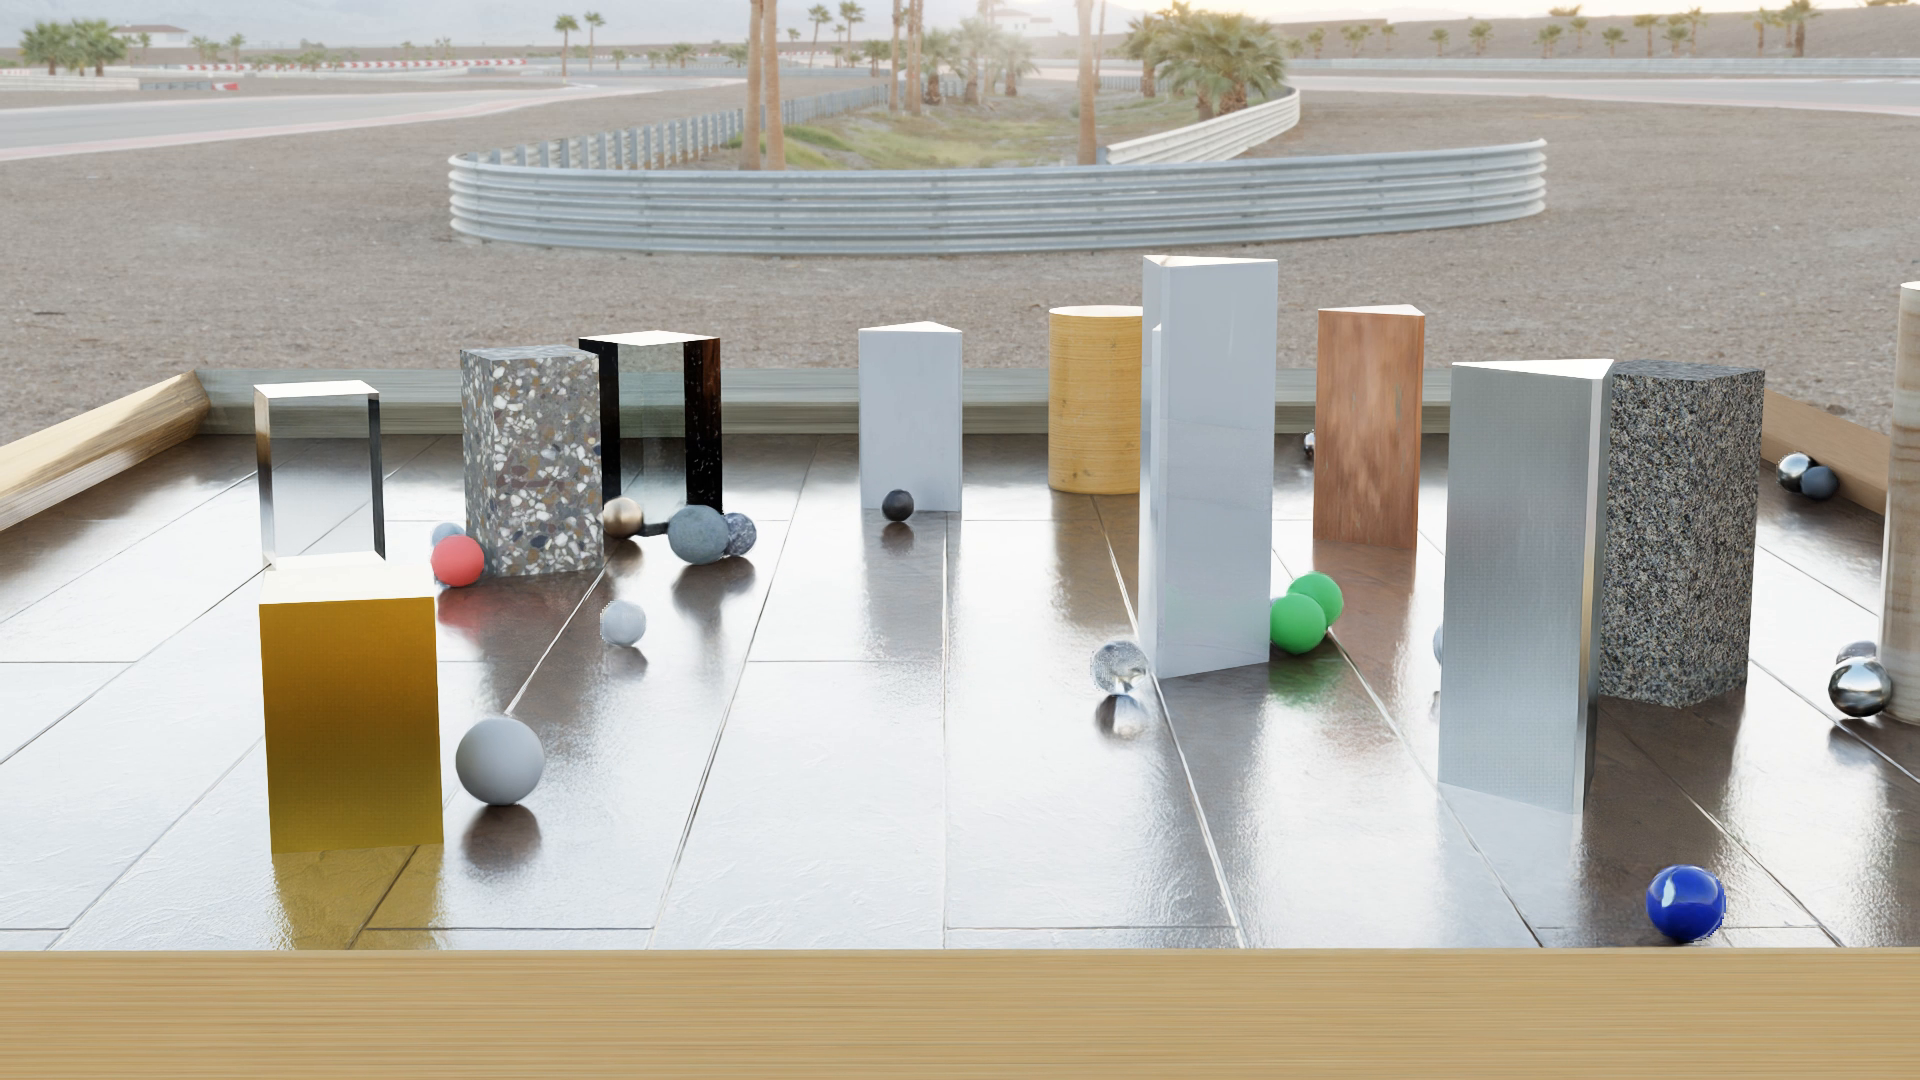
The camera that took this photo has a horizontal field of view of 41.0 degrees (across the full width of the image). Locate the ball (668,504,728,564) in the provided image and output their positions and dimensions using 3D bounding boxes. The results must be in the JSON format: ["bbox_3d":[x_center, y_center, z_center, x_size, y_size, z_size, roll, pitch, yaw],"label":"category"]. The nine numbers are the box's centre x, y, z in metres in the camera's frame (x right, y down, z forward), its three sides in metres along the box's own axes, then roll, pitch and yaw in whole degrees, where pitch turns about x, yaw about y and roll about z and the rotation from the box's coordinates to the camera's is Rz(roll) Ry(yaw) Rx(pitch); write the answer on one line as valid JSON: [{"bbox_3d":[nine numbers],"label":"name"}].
[{"bbox_3d":[-0.387,-0.008,3.787,0.090,0.090,0.090,0,10,0],"label":"ball"}]

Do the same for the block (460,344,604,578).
[{"bbox_3d":[-0.630,-0.120,3.774,0.159,0.314,0.159,-5,12,-27],"label":"block"}]

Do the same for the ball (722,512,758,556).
[{"bbox_3d":[-0.338,-0.009,3.852,0.067,0.067,0.067,0,10,0],"label":"ball"}]

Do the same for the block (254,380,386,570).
[{"bbox_3d":[-0.956,-0.100,3.828,0.159,0.254,0.159,-4,11,-22],"label":"block"}]

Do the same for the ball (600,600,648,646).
[{"bbox_3d":[-0.427,0.105,3.258,0.058,0.058,0.058,0,10,0],"label":"ball"}]

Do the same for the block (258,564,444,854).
[{"bbox_3d":[-0.584,0.159,2.471,0.159,0.239,0.159,-2,11,-12],"label":"block"}]

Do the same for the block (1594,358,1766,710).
[{"bbox_3d":[0.824,-0.012,3.016,0.159,0.378,0.159,10,14,43],"label":"block"}]

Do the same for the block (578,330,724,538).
[{"bbox_3d":[-0.492,-0.172,4.091,0.159,0.301,0.159,10,15,44],"label":"block"}]

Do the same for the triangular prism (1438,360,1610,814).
[{"bbox_3d":[0.605,0.038,2.597,0.149,0.432,0.172,-9,14,-41],"label":"triangular prism"}]

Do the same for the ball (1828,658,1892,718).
[{"bbox_3d":[1.016,0.167,2.899,0.069,0.069,0.069,0,10,0],"label":"ball"}]

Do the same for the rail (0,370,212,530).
[{"bbox_3d":[-1.495,0.035,3.440,0.045,0.129,3.424,0,10,0],"label":"rail"}]

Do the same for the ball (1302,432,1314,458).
[{"bbox_3d":[0.669,-0.179,4.819,0.049,0.049,0.049,0,10,0],"label":"ball"}]

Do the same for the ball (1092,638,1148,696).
[{"bbox_3d":[0.187,0.148,3.003,0.066,0.066,0.066,0,10,0],"label":"ball"}]

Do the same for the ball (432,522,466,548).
[{"bbox_3d":[-0.766,-0.001,3.846,0.053,0.053,0.053,0,10,0],"label":"ball"}]

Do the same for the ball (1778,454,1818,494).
[{"bbox_3d":[1.444,-0.115,4.417,0.069,0.069,0.069,0,10,0],"label":"ball"}]

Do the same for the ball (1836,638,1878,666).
[{"bbox_3d":[1.064,0.147,3.022,0.062,0.062,0.062,0,10,0],"label":"ball"}]

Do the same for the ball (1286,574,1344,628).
[{"bbox_3d":[0.461,0.081,3.340,0.076,0.076,0.076,0,10,0],"label":"ball"}]

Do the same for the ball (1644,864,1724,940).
[{"bbox_3d":[0.610,0.305,2.162,0.064,0.064,0.064,0,10,0],"label":"ball"}]

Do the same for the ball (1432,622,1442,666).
[{"bbox_3d":[0.609,0.126,3.083,0.081,0.081,0.081,0,10,0],"label":"ball"}]

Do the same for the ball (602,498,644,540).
[{"bbox_3d":[-0.524,-0.034,3.989,0.066,0.066,0.066,0,10,0],"label":"ball"}]

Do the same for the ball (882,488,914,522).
[{"bbox_3d":[-0.100,-0.056,4.146,0.053,0.053,0.053,0,10,0],"label":"ball"}]

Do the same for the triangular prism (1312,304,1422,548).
[{"bbox_3d":[0.662,-0.181,3.987,0.172,0.357,0.149,7,12,32],"label":"triangular prism"}]

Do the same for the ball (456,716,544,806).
[{"bbox_3d":[-0.458,0.220,2.557,0.088,0.088,0.088,0,10,0],"label":"ball"}]

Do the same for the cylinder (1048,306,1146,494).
[{"bbox_3d":[0.254,-0.247,4.479,0.198,0.306,0.198,0,10,0],"label":"cylinder"}]

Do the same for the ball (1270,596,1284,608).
[{"bbox_3d":[0.408,0.101,3.279,0.059,0.059,0.059,0,10,0],"label":"ball"}]

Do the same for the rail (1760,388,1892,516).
[{"bbox_3d":[1.495,0.032,3.457,0.045,0.129,3.424,0,10,0],"label":"rail"}]

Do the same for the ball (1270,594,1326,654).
[{"bbox_3d":[0.421,0.105,3.213,0.075,0.075,0.075,0,10,0],"label":"ball"}]

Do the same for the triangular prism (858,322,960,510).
[{"bbox_3d":[-0.069,-0.211,4.309,0.172,0.297,0.149,2,11,11],"label":"triangular prism"}]

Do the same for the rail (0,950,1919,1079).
[{"bbox_3d":[0.010,0.340,1.789,3.037,0.129,0.045,0,10,0],"label":"rail"}]

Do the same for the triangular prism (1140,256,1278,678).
[{"bbox_3d":[0.270,-0.097,3.150,0.172,0.495,0.149,-7,13,-33],"label":"triangular prism"}]

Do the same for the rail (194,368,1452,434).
[{"bbox_3d":[-0.010,-0.274,5.109,3.037,0.129,0.045,0,10,0],"label":"rail"}]

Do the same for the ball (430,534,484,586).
[{"bbox_3d":[-0.710,0.029,3.626,0.075,0.075,0.075,0,10,0],"label":"ball"}]

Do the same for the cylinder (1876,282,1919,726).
[{"bbox_3d":[1.147,-0.042,2.885,0.198,0.484,0.198,0,10,0],"label":"cylinder"}]

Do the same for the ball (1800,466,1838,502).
[{"bbox_3d":[1.452,-0.095,4.337,0.060,0.060,0.060,0,10,0],"label":"ball"}]
